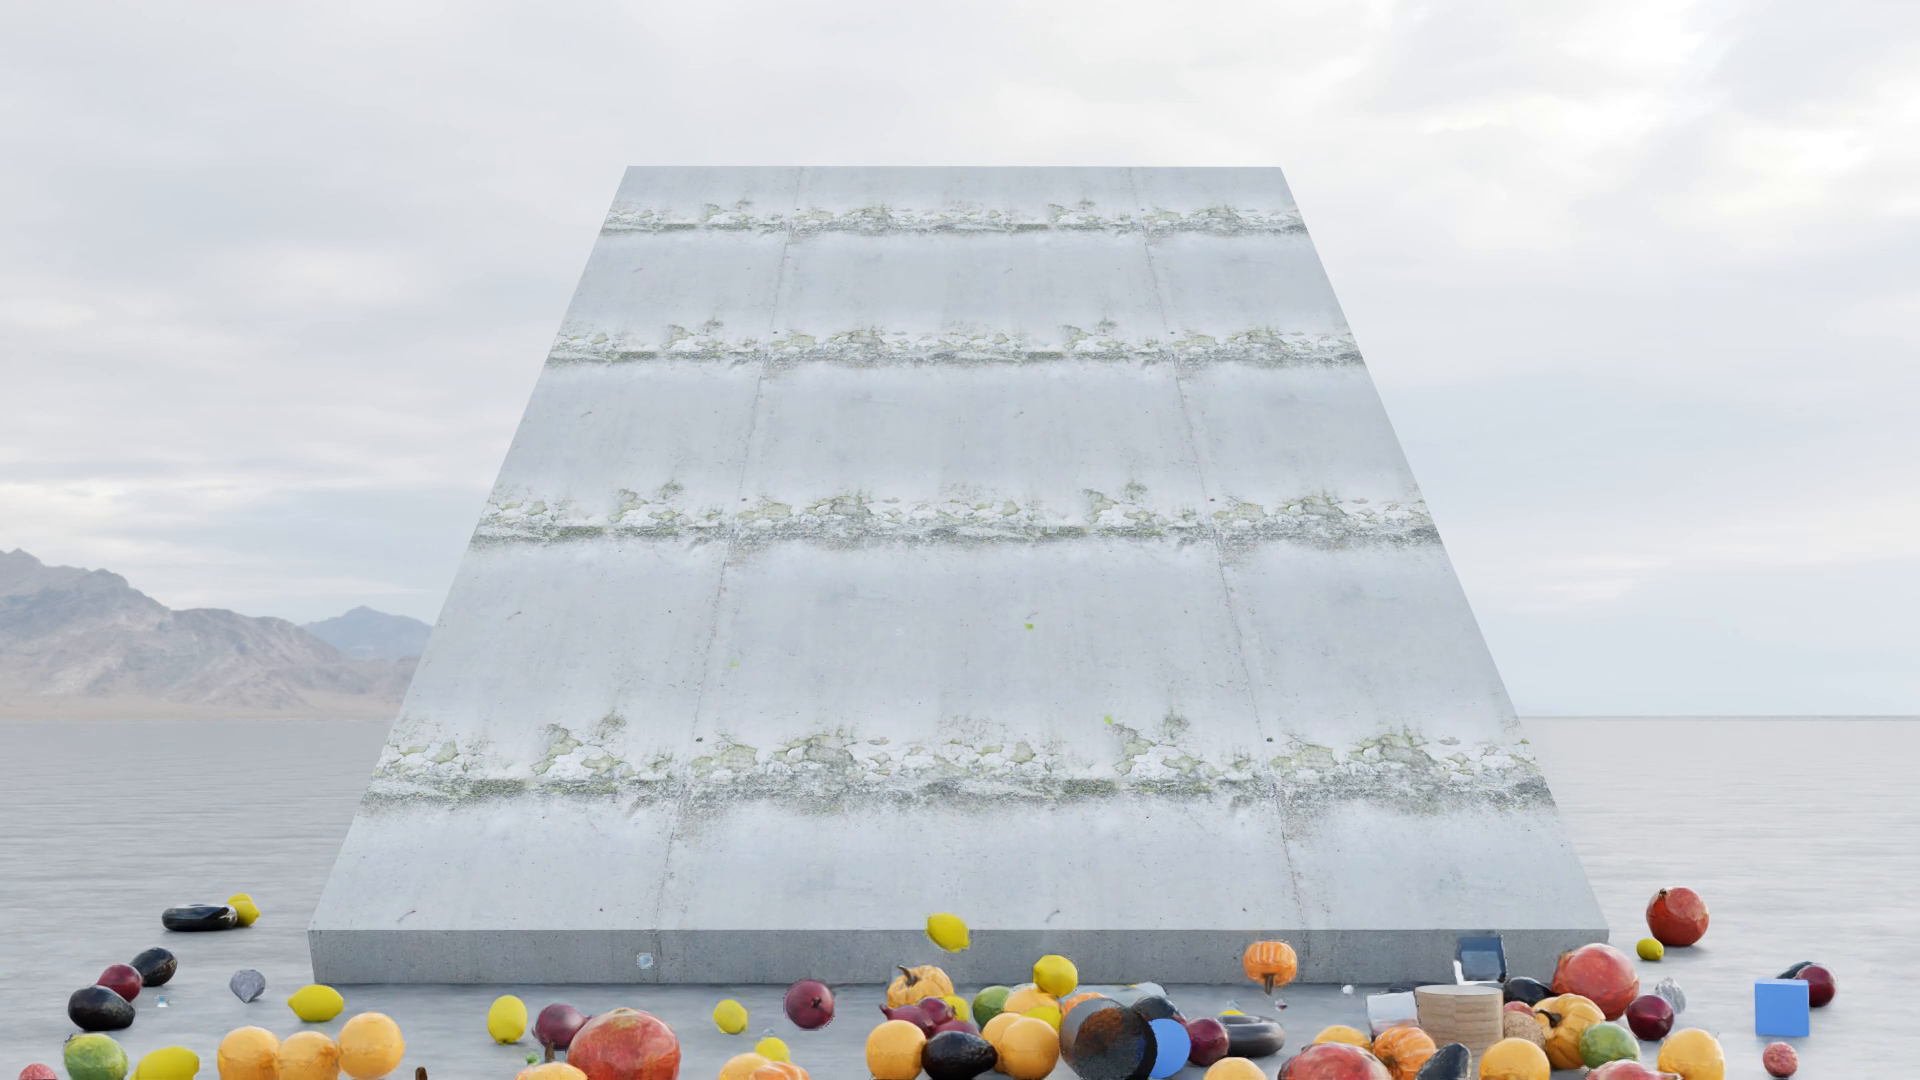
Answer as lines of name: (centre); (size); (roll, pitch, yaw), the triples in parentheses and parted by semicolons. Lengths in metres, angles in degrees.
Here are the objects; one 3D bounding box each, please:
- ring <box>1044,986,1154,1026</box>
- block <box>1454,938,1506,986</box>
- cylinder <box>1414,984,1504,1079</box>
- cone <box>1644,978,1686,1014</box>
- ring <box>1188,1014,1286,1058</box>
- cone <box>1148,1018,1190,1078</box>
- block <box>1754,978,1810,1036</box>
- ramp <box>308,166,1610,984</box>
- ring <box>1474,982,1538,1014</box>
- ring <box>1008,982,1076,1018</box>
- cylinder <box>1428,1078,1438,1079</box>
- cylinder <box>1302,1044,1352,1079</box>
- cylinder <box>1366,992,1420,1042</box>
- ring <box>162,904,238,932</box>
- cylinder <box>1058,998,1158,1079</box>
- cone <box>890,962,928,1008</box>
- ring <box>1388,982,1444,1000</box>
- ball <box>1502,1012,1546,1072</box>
ring: (0.186, 0.627, 3.157); (0.149, 0.050, 0.149); (0, -5, 0)
block: (0.769, 0.631, 3.483); (0.061, 0.061, 0.061); (0, -44, 1)
cylinder: (0.575, 0.568, 2.712); (0.099, 0.099, 0.099); (0, -4, 0)
cone: (0.981, 0.650, 3.307); (0.054, 0.054, 0.054); (3, -32, -39)
ring: (0.340, 0.612, 2.905); (0.122, 0.041, 0.122); (-1, -3, 0)
cone: (0.246, 0.604, 2.743); (0.071, 0.071, 0.071); (-2, -31, 26)
block: (1.080, 0.613, 3.092); (0.066, 0.066, 0.066); (-2, -5, 20)
ramp: (-0.010, -0.229, 5.436); (2.000, 0.100, 4.000); (0, 26, 0)
ring: (0.761, 0.646, 3.316); (0.104, 0.035, 0.104); (-1, -3, 0)
ring: (0.125, 0.640, 3.273); (0.121, 0.040, 0.121); (1, -5, 0)
cylinder: (0.460, 0.540, 2.168); (0.075, 0.075, 0.075); (3, -1, -37)
cylinder: (0.400, 0.581, 2.570); (0.053, 0.053, 0.053); (0, -4, 0)
cylinder: (0.483, 0.534, 2.632); (0.052, 0.052, 0.052); (-7, -5, 5)
ring: (-1.477, 0.733, 4.573); (0.143, 0.048, 0.143); (-1, -6, 0)
cylinder: (0.165, 0.566, 2.641); (0.094, 0.094, 0.094); (1, -4, -8)
cone: (-0.082, 0.638, 3.334); (0.059, 0.059, 0.059); (21, -21, 8)
ring: (0.658, 0.648, 3.340); (0.104, 0.035, 0.104); (0, -5, 0)
ball: (0.649, 0.586, 2.750); (0.069, 0.069, 0.069); (0, -4, 0)
